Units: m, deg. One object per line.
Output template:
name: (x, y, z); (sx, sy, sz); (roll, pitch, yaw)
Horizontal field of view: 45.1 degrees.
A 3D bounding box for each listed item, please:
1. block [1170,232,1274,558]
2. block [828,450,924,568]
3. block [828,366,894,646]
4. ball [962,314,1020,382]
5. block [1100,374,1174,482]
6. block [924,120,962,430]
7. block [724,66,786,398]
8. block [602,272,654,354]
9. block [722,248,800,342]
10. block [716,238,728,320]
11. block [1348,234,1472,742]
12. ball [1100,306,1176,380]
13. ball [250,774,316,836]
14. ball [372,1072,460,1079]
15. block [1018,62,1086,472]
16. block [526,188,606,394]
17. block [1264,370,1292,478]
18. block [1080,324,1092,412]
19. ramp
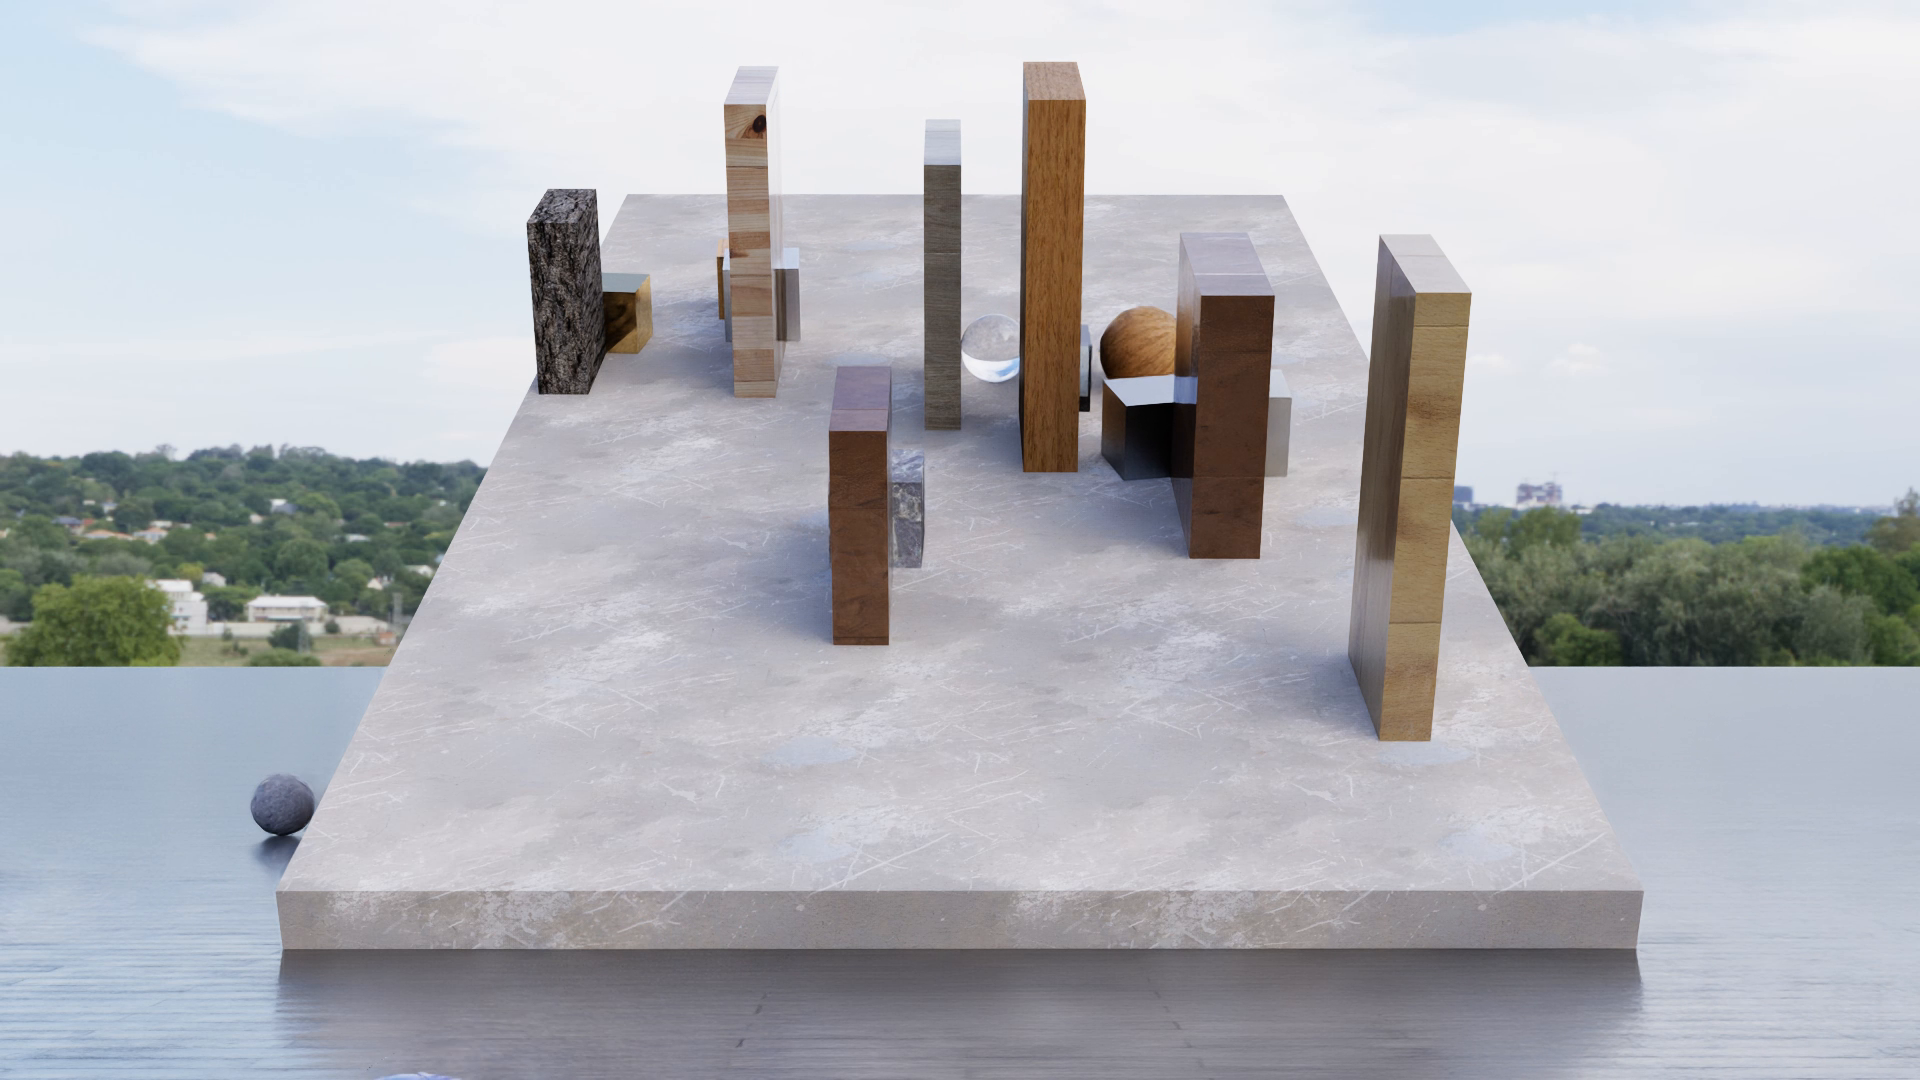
block: (0.515, -0.293, 4.592); (0.137, 0.533, 0.432); (0, 23, 0)
block: (-0.161, -0.063, 4.502); (0.177, 0.177, 0.177); (1, 23, 1)
block: (-0.177, -0.067, 4.215); (0.100, 0.409, 0.344); (0, 23, 0)
ball: (0.082, -0.451, 5.432); (0.162, 0.162, 0.162); (0, -3, 0)
block: (0.408, -0.241, 4.933); (0.168, 0.168, 0.168); (-5, 24, -12)
block: (-0.039, -0.606, 5.235); (0.081, 0.602, 0.432); (0, 23, 0)
block: (-0.474, -0.725, 5.407); (0.094, 0.683, 0.414); (0, 23, 0)
block: (-0.853, -0.560, 5.691); (0.156, 0.156, 0.156); (3, 23, 6)
block: (-0.494, -0.614, 5.782); (0.186, 0.186, 0.186); (-1, 23, -3)
block: (-0.537, -0.673, 5.946); (0.165, 0.165, 0.165); (-1, 23, -3)
block: (0.733, -0.086, 3.806); (0.084, 0.768, 0.328); (0, 23, 0)
ball: (0.426, -0.435, 5.338); (0.209, 0.209, 0.209); (0, -3, 0)
ball: (-1.647, 0.644, 5.625); (0.150, 0.150, 0.150); (0, -3, 0)
ball: (-0.329, 0.409, 1.380); (0.178, 0.178, 0.178); (0, -3, 0)
block: (0.193, -0.585, 4.938); (0.115, 0.797, 0.378); (0, 23, 0)
block: (-0.921, -0.586, 5.429); (0.115, 0.409, 0.306); (0, 23, 0)
block: (0.603, -0.251, 4.943); (0.180, 0.180, 0.180); (0, 23, 0)
block: (0.218, -0.395, 5.309); (0.156, 0.156, 0.156); (0, 23, 0)
ramp: (-0.007, -0.226, 5.238); (2.000, 0.100, 4.000); (0, 23, 0)
